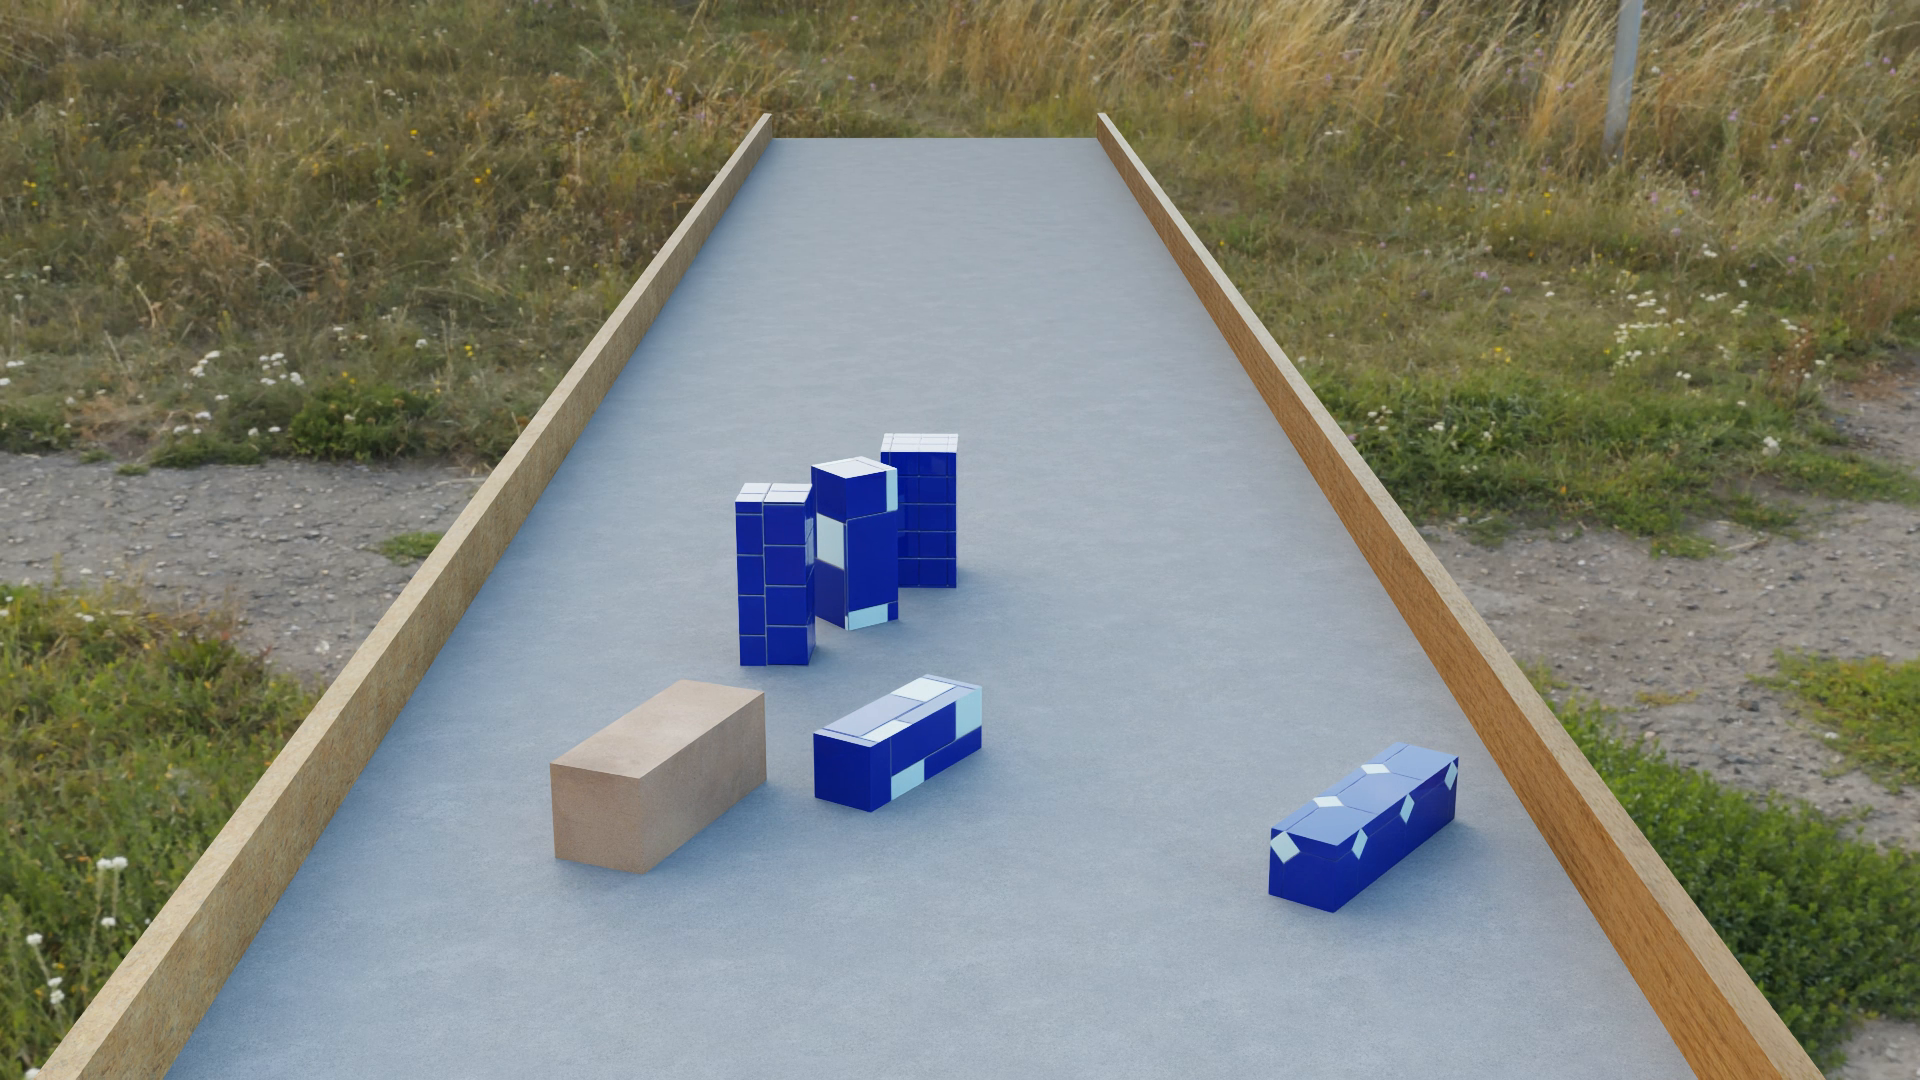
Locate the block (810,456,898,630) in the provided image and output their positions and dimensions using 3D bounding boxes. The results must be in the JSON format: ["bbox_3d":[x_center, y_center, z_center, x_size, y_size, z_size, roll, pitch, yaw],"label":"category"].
[{"bbox_3d":[-0.221,0.006,4.630,0.129,0.329,0.129,-12,20,-35],"label":"block"}]

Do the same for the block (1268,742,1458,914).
[{"bbox_3d":[0.650,0.452,3.512,0.111,0.111,0.438,12,20,35],"label":"block"}]

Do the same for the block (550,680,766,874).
[{"bbox_3d":[-0.492,0.384,3.648,0.163,0.163,0.416,7,18,22],"label":"block"}]

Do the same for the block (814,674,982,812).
[{"bbox_3d":[-0.105,0.350,3.842,0.118,0.118,0.345,11,20,32],"label":"block"}]

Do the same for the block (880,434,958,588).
[{"bbox_3d":[-0.089,-0.066,4.906,0.165,0.310,0.165,0,17,1],"label":"block"}]

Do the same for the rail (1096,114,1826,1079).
[{"bbox_3d":[0.932,-0.844,7.801,0.050,0.150,12.000,0,17,-1],"label":"rail"}]

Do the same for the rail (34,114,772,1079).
[{"bbox_3d":[-1.118,-0.838,7.780,0.050,0.150,12.000,0,17,-1],"label":"rail"}]

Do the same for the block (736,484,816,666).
[{"bbox_3d":[-0.367,0.069,4.397,0.136,0.340,0.136,1,17,3],"label":"block"}]
